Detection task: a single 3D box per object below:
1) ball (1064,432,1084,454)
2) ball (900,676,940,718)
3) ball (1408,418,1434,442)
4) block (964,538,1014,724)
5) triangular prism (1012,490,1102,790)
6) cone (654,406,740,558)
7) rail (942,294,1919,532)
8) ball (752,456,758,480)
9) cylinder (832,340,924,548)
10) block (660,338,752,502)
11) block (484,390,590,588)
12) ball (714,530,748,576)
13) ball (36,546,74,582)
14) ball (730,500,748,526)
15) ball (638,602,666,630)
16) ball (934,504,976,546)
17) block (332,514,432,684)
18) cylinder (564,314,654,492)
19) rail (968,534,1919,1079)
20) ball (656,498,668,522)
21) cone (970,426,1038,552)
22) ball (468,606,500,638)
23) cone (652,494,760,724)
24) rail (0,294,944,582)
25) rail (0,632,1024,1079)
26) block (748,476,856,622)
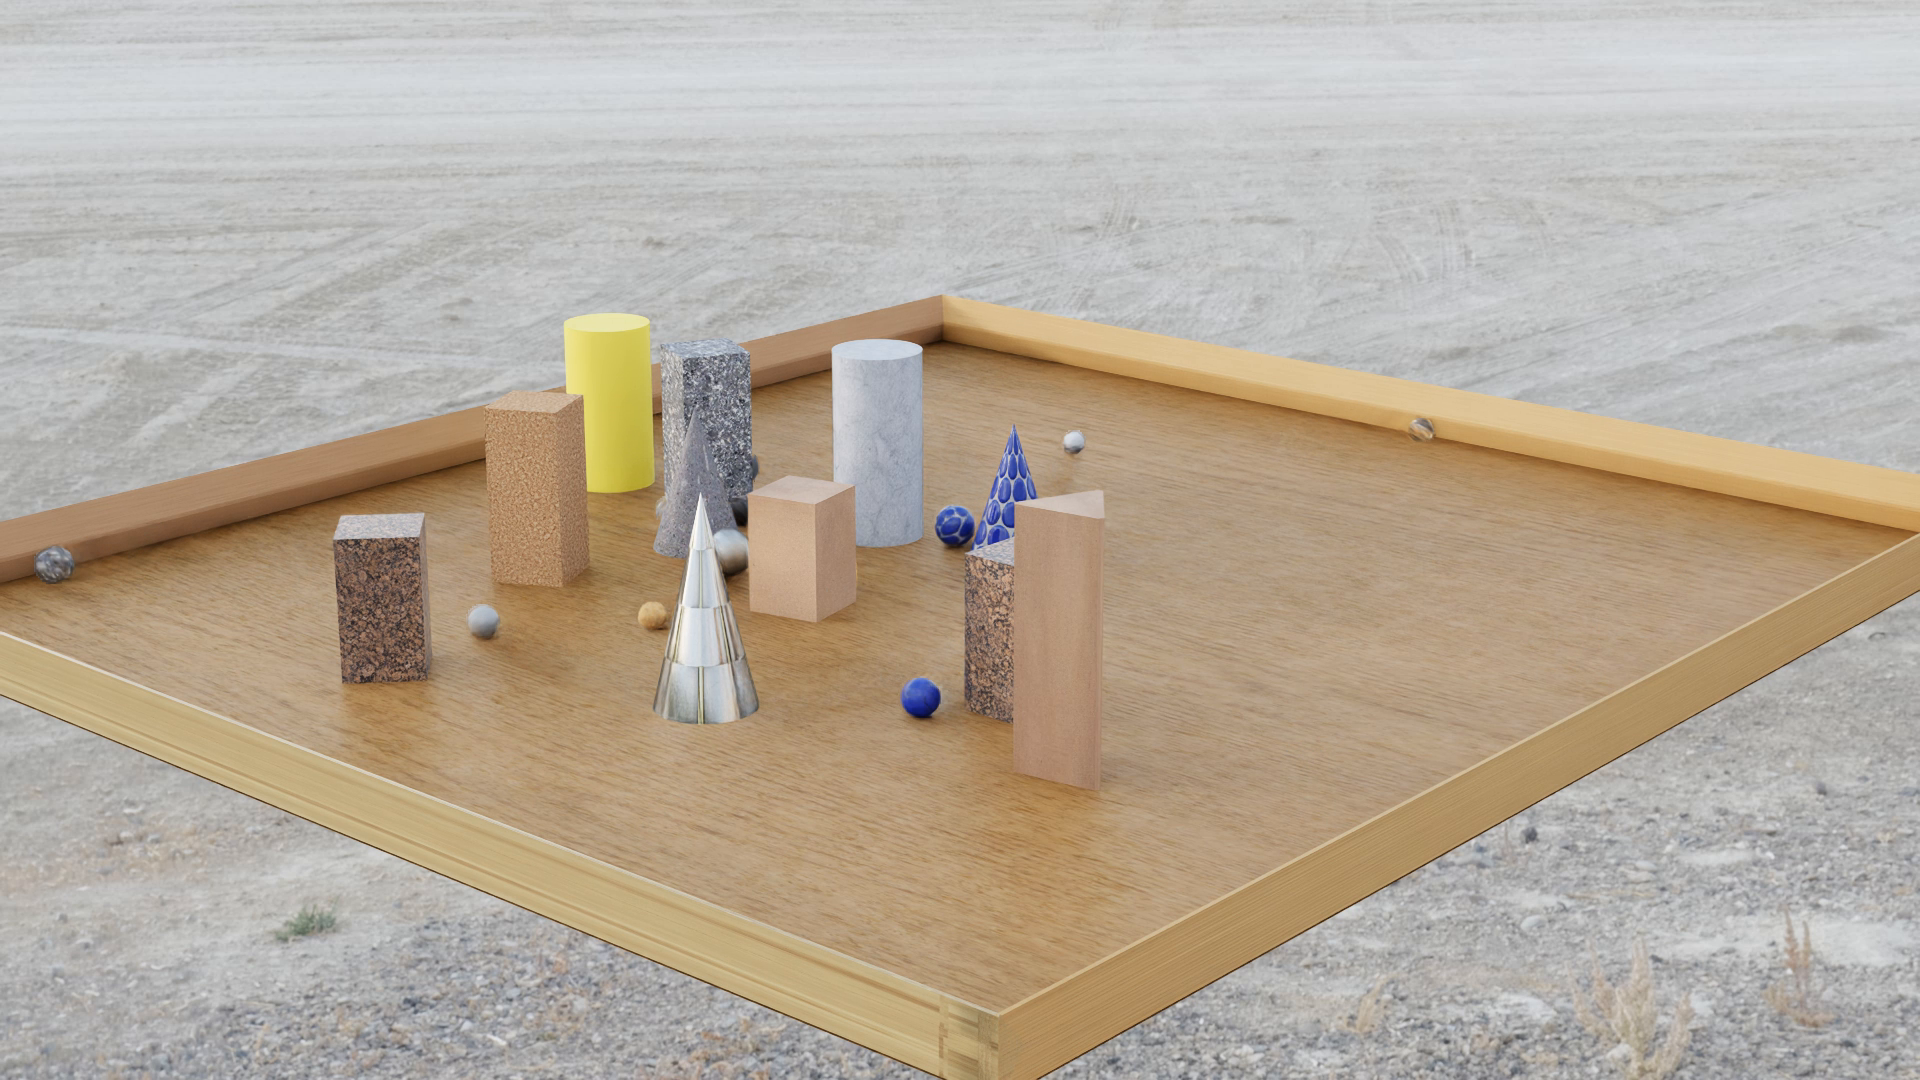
[{"bbox_3d":[0.232,-0.198,5.974,0.044,0.044,0.044,0,17,0],"label":"ball"},{"bbox_3d":[-0.061,0.241,4.502,0.062,0.062,0.062,0,17,0],"label":"ball"},{"bbox_3d":[0.952,-0.227,6.056,0.052,0.052,0.052,0,17,0],"label":"ball"},{"bbox_3d":[0.101,0.139,4.508,0.133,0.253,0.133,14,22,39],"label":"block"},{"bbox_3d":[0.171,0.138,4.245,0.144,0.408,0.124,10,20,31],"label":"triangular prism"},{"bbox_3d":[-0.478,-0.116,5.327,0.166,0.263,0.166,0,17,0],"label":"cone"},{"bbox_3d":[0.911,-0.279,6.127,2.568,0.108,0.045,14,22,39],"label":"rail"},{"bbox_3d":[-0.428,-0.142,5.753,0.065,0.065,0.065,0,17,0],"label":"ball"},{"bbox_3d":[-0.151,-0.179,5.385,0.166,0.351,0.166,0,17,0],"label":"cylinder"},{"bbox_3d":[-0.481,-0.213,5.567,0.133,0.310,0.133,-7,18,-22],"label":"block"},{"bbox_3d":[-0.743,-0.091,5.159,0.133,0.315,0.133,4,17,14],"label":"block"},{"bbox_3d":[-0.408,0.023,5.183,0.083,0.083,0.083,0,17,0],"label":"ball"},{"bbox_3d":[-1.589,0.043,5.149,0.064,0.064,0.064,0,17,0],"label":"ball"},{"bbox_3d":[-0.415,-0.051,5.478,0.051,0.051,0.051,0,17,0],"label":"ball"},{"bbox_3d":[-0.514,0.126,4.906,0.047,0.047,0.047,0,17,0],"label":"ball"},{"bbox_3d":[-0.009,-0.026,5.357,0.075,0.075,0.075,0,17,0],"label":"ball"},{"bbox_3d":[-0.921,0.092,4.686,0.133,0.239,0.133,-2,17,-6],"label":"block"},{"bbox_3d":[-0.685,-0.269,5.734,0.166,0.320,0.166,0,17,0],"label":"cylinder"},{"bbox_3d":[0.952,0.268,4.333,0.045,0.108,2.827,14,22,39],"label":"rail"},{"bbox_3d":[-0.543,-0.052,5.482,0.052,0.052,0.052,0,17,0],"label":"ball"},{"bbox_3d":[0.096,-0.084,5.235,0.166,0.257,0.166,0,17,0],"label":"cone"},{"bbox_3d":[-0.790,0.136,4.865,0.052,0.052,0.052,0,17,0],"label":"ball"},{"bbox_3d":[-0.394,0.093,4.505,0.166,0.344,0.166,0,17,0],"label":"cone"},{"bbox_3d":[-0.952,-0.214,5.913,0.045,0.108,2.827,14,22,39],"label":"rail"},{"bbox_3d":[-0.911,0.333,4.119,2.568,0.108,0.045,14,22,39],"label":"rail"},{"bbox_3d":[-0.268,0.014,4.998,0.133,0.208,0.133,9,19,27],"label":"block"}]
